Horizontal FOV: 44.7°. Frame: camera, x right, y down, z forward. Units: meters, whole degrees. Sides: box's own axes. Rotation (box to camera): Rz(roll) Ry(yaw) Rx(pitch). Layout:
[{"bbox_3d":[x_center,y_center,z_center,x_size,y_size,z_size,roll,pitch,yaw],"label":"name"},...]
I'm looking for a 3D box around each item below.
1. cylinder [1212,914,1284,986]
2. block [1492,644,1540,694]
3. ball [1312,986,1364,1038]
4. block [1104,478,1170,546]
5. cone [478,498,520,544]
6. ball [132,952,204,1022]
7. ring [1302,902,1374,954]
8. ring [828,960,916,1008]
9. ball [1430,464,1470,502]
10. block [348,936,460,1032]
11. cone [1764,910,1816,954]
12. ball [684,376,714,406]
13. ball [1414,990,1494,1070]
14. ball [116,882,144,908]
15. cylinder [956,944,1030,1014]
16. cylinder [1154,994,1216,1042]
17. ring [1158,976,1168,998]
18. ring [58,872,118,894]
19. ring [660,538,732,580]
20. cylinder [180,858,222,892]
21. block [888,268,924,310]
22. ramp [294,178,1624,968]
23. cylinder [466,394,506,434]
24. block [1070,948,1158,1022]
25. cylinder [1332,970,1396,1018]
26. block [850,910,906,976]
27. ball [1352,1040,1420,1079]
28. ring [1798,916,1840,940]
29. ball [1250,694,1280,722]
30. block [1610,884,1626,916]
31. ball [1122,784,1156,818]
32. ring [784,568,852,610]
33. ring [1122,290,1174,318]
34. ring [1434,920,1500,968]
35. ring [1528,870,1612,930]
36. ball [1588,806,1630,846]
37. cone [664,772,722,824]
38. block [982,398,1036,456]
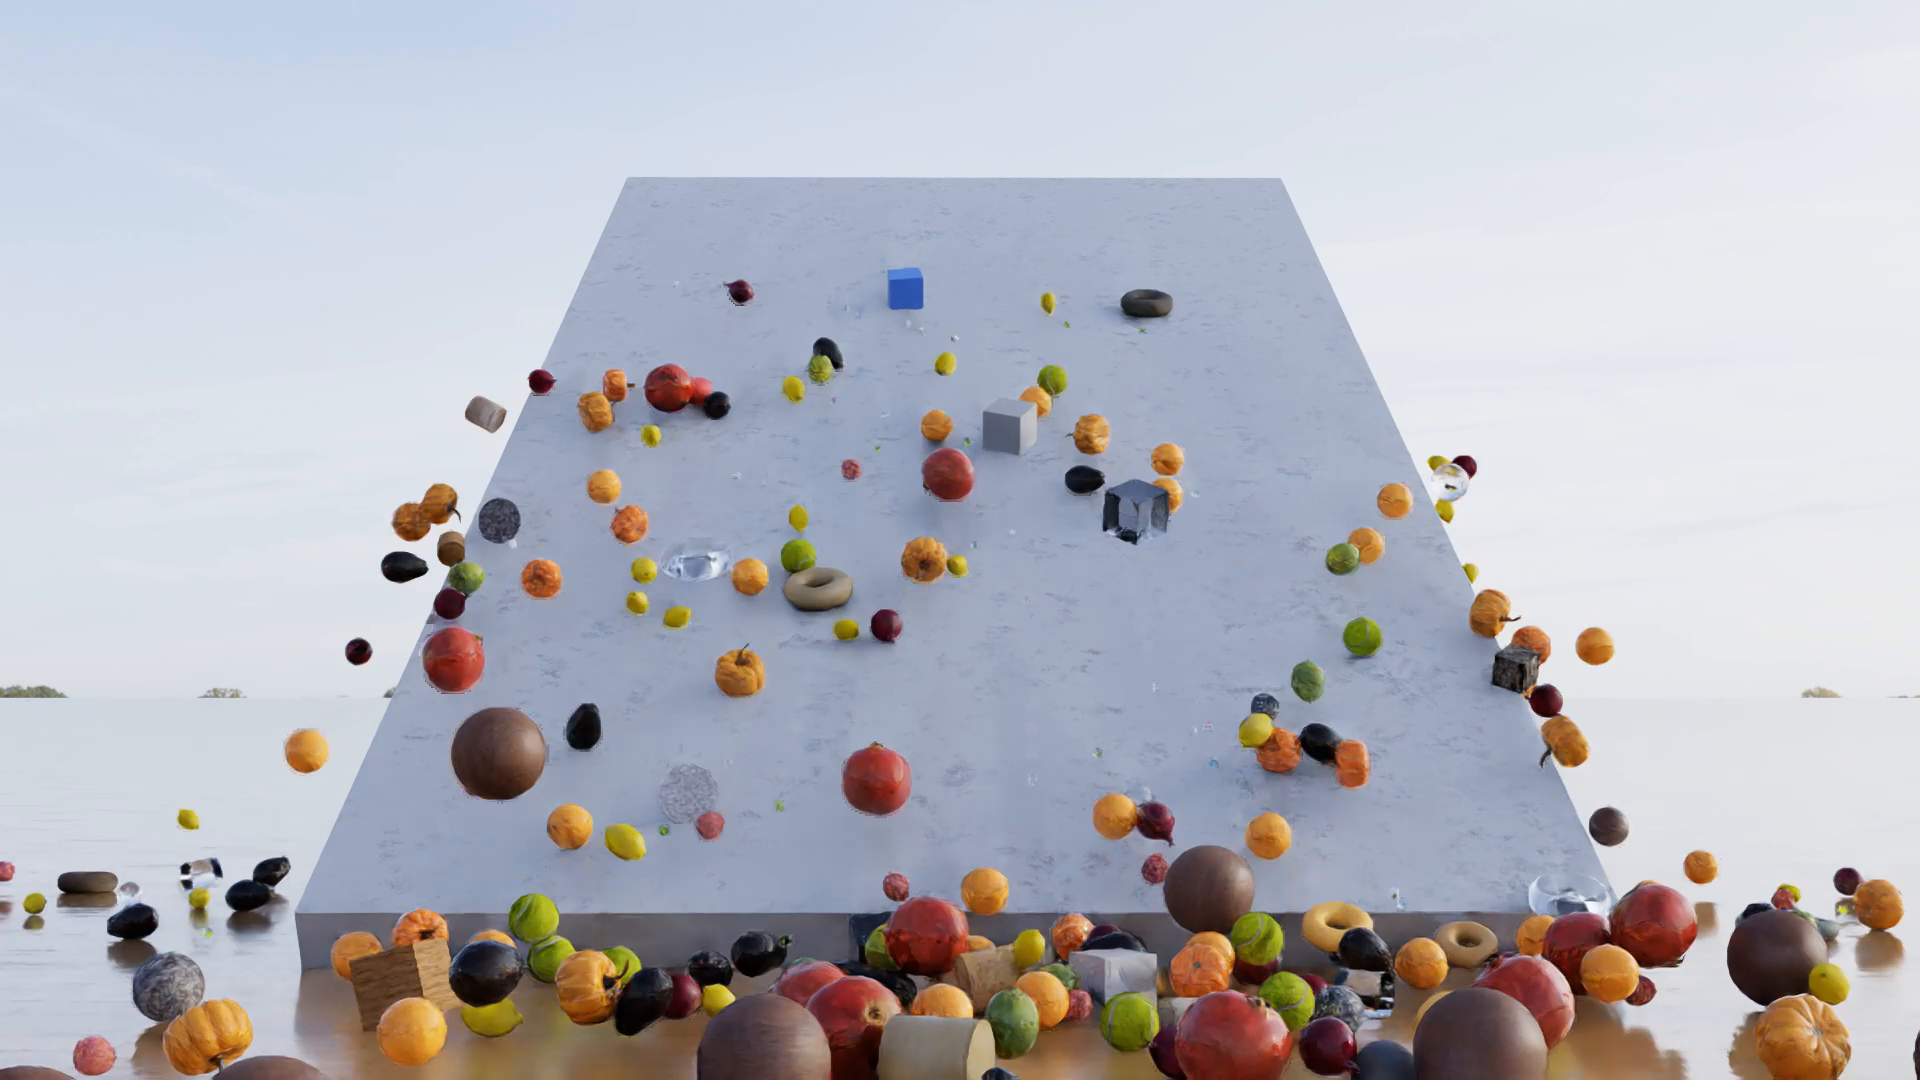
[{"bbox_3d":[0.411,0.586,3.337,0.073,0.073,0.073,-34,-8,-6],"label":"cylinder"},{"bbox_3d":[0.992,0.229,4.169,0.060,0.060,0.060,19,30,35],"label":"block"},{"bbox_3d":[0.458,0.570,2.826,0.063,0.063,0.063,0,-4,0],"label":"ball"},{"bbox_3d":[0.358,-0.057,4.750,0.093,0.093,0.093,-22,33,-40],"label":"block"},{"bbox_3d":[-0.921,-0.037,4.761,0.092,0.092,0.092,-1,-3,12],"label":"cone"},{"bbox_3d":[-1.008,0.570,2.976,0.088,0.088,0.088,0,-4,0],"label":"ball"},{"bbox_3d":[0.559,0.572,3.454,0.105,0.035,0.105,-1,27,0],"label":"ring"},{"bbox_3d":[-0.117,0.590,3.106,0.123,0.041,0.123,14,-13,3],"label":"ring"},{"bbox_3d":[1.035,-0.121,4.936,0.081,0.081,0.081,0,-4,0],"label":"ball"},{"bbox_3d":[-0.696,0.556,2.929,0.090,0.090,0.090,-16,-7,13],"label":"block"},{"bbox_3d":[1.347,0.646,3.753,0.077,0.077,0.077,27,-12,-16],"label":"cone"},{"bbox_3d":[-0.604,-0.344,5.400,0.067,0.067,0.067,0,-4,0],"label":"ball"},{"bbox_3d":[0.550,0.546,2.603,0.087,0.087,0.087,0,-4,0],"label":"ball"},{"bbox_3d":[-1.616,0.690,4.547,0.050,0.050,0.050,0,-4,0],"label":"ball"},{"bbox_3d":[0.043,0.573,3.053,0.079,0.079,0.079,-8,-2,-14],"label":"cylinder"},{"bbox_3d":[0.270,0.576,2.807,0.052,0.052,0.052,20,-13,-26],"label":"cylinder"},{"bbox_3d":[0.239,0.614,3.211,0.092,0.031,0.092,-1,-4,0],"label":"ring"},{"bbox_3d":[-1.835,0.720,4.916,0.121,0.040,0.121,1,-4,0],"label":"ring"},{"bbox_3d":[-0.518,0.038,4.593,0.143,0.048,0.143,-1,24,0],"label":"ring"},{"bbox_3d":[-1.505,0.664,4.634,0.060,0.060,0.060,-6,2,-44],"label":"cylinder"},{"bbox_3d":[-0.141,-0.650,6.048,0.084,0.084,0.084,-3,25,-6],"label":"block"},{"bbox_3d":[-0.009,-0.229,5.353,2.000,0.100,4.000,0,25,0],"label":"ramp"},{"bbox_3d":[-1.061,-0.282,5.229,0.065,0.065,0.065,27,3,14],"label":"cylinder"},{"bbox_3d":[0.199,0.576,3.027,0.082,0.082,0.082,2,-4,-31],"label":"block"},{"bbox_3d":[0.521,0.585,3.013,0.060,0.060,0.060,-12,-10,38],"label":"cylinder"},{"bbox_3d":[-0.119,0.590,3.382,0.069,0.069,0.069,-6,28,-11],"label":"block"},{"bbox_3d":[0.430,0.540,2.362,0.068,0.068,0.068,0,-4,0],"label":"ball"},{"bbox_3d":[1.452,0.664,3.994,0.097,0.032,0.097,3,-4,0],"label":"ring"},{"bbox_3d":[0.527,0.291,4.045,0.050,0.050,0.050,0,-4,0],"label":"ball"},{"bbox_3d":[1.082,0.630,3.999,0.066,0.066,0.066,-11,-22,-31],"label":"block"},{"bbox_3d":[0.288,0.419,3.760,0.053,0.053,0.053,0,-4,0],"label":"ball"},{"bbox_3d":[-0.272,0.093,4.477,0.134,0.045,0.134,-3,24,2],"label":"ring"},{"bbox_3d":[0.482,-0.609,6.010,0.135,0.045,0.135,1,24,0],"label":"ring"},{"bbox_3d":[0.742,0.592,3.420,0.094,0.031,0.094,-1,28,1],"label":"ring"},{"bbox_3d":[0.917,0.541,3.514,0.123,0.041,0.123,0,26,0],"label":"ring"},{"bbox_3d":[1.036,0.458,3.731,0.064,0.064,0.064,0,-4,0],"label":"ball"},{"bbox_3d":[-0.447,0.409,3.791,0.096,0.096,0.096,2,11,-23],"label":"cone"},{"bbox_3d":[0.110,-0.252,5.177,0.090,0.090,0.090,11,27,23],"label":"block"}]
